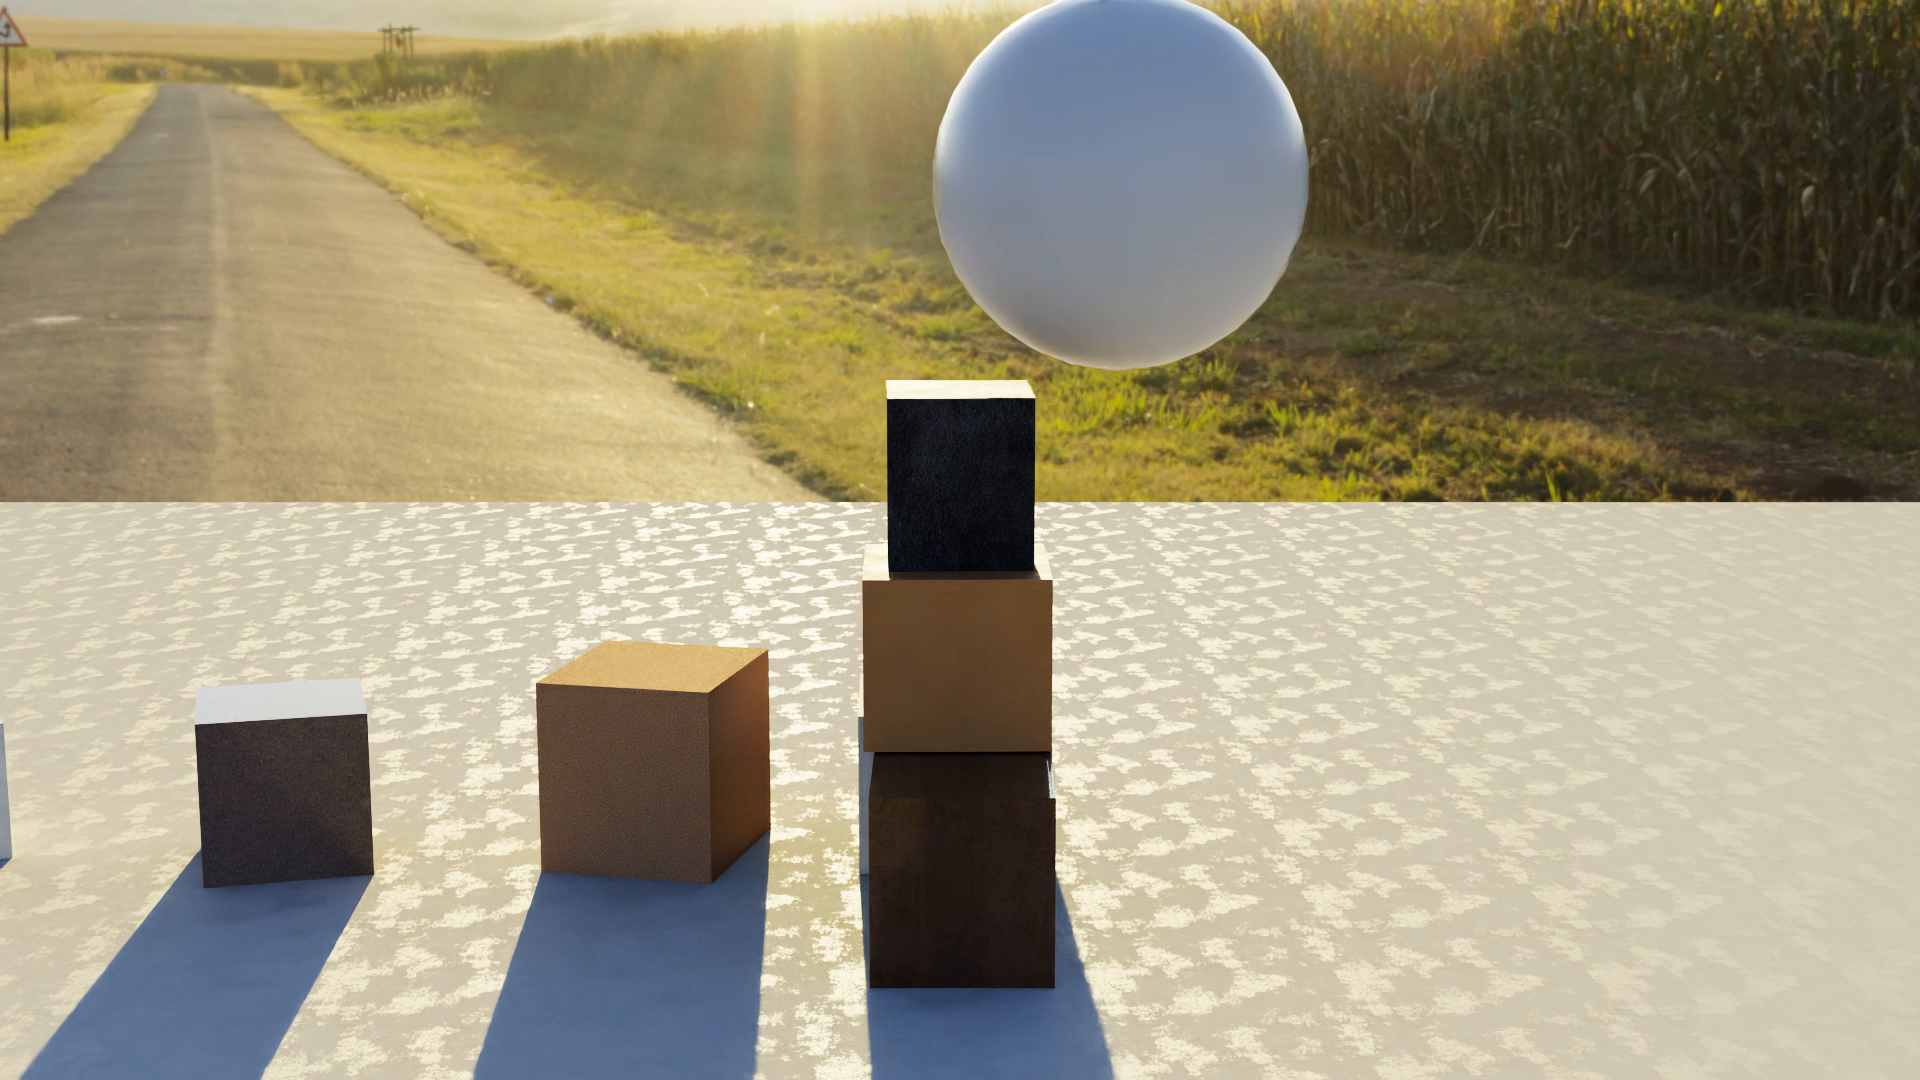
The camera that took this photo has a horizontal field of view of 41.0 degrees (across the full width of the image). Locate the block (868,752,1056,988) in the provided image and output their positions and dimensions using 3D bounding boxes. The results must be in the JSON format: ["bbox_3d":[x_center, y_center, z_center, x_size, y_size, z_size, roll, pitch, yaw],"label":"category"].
[{"bbox_3d":[0.009,1.302,10.265,0.720,0.766,0.724,0,10,0],"label":"block"}]

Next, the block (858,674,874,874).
[{"bbox_3d":[-0.037,1.055,11.748,0.842,0.721,0.817,0,10,-1],"label":"block"}]

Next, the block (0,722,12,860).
[{"bbox_3d":[-4.746,1.114,11.687,0.642,0.627,0.657,-7,12,-32],"label":"block"}]

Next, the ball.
[{"bbox_3d":[0.680,-1.523,10.903,1.600,1.600,1.600,0,10,0],"label":"ball"}]

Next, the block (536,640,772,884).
[{"bbox_3d":[-1.379,0.993,11.689,0.796,0.865,0.882,2,11,13],"label":"block"}]

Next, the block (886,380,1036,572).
[{"bbox_3d":[-0.004,-0.278,10.767,0.601,0.715,0.614,0,10,-2],"label":"block"}]

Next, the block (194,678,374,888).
[{"bbox_3d":[-3.046,1.081,11.562,0.728,0.737,0.699,-3,11,-15],"label":"block"}]

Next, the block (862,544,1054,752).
[{"bbox_3d":[-0.016,0.441,10.810,0.770,0.716,0.798,0,10,-1],"label":"block"}]

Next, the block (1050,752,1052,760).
[{"bbox_3d":[0.018,1.168,10.976,0.725,0.774,0.702,0,10,0],"label":"block"}]
